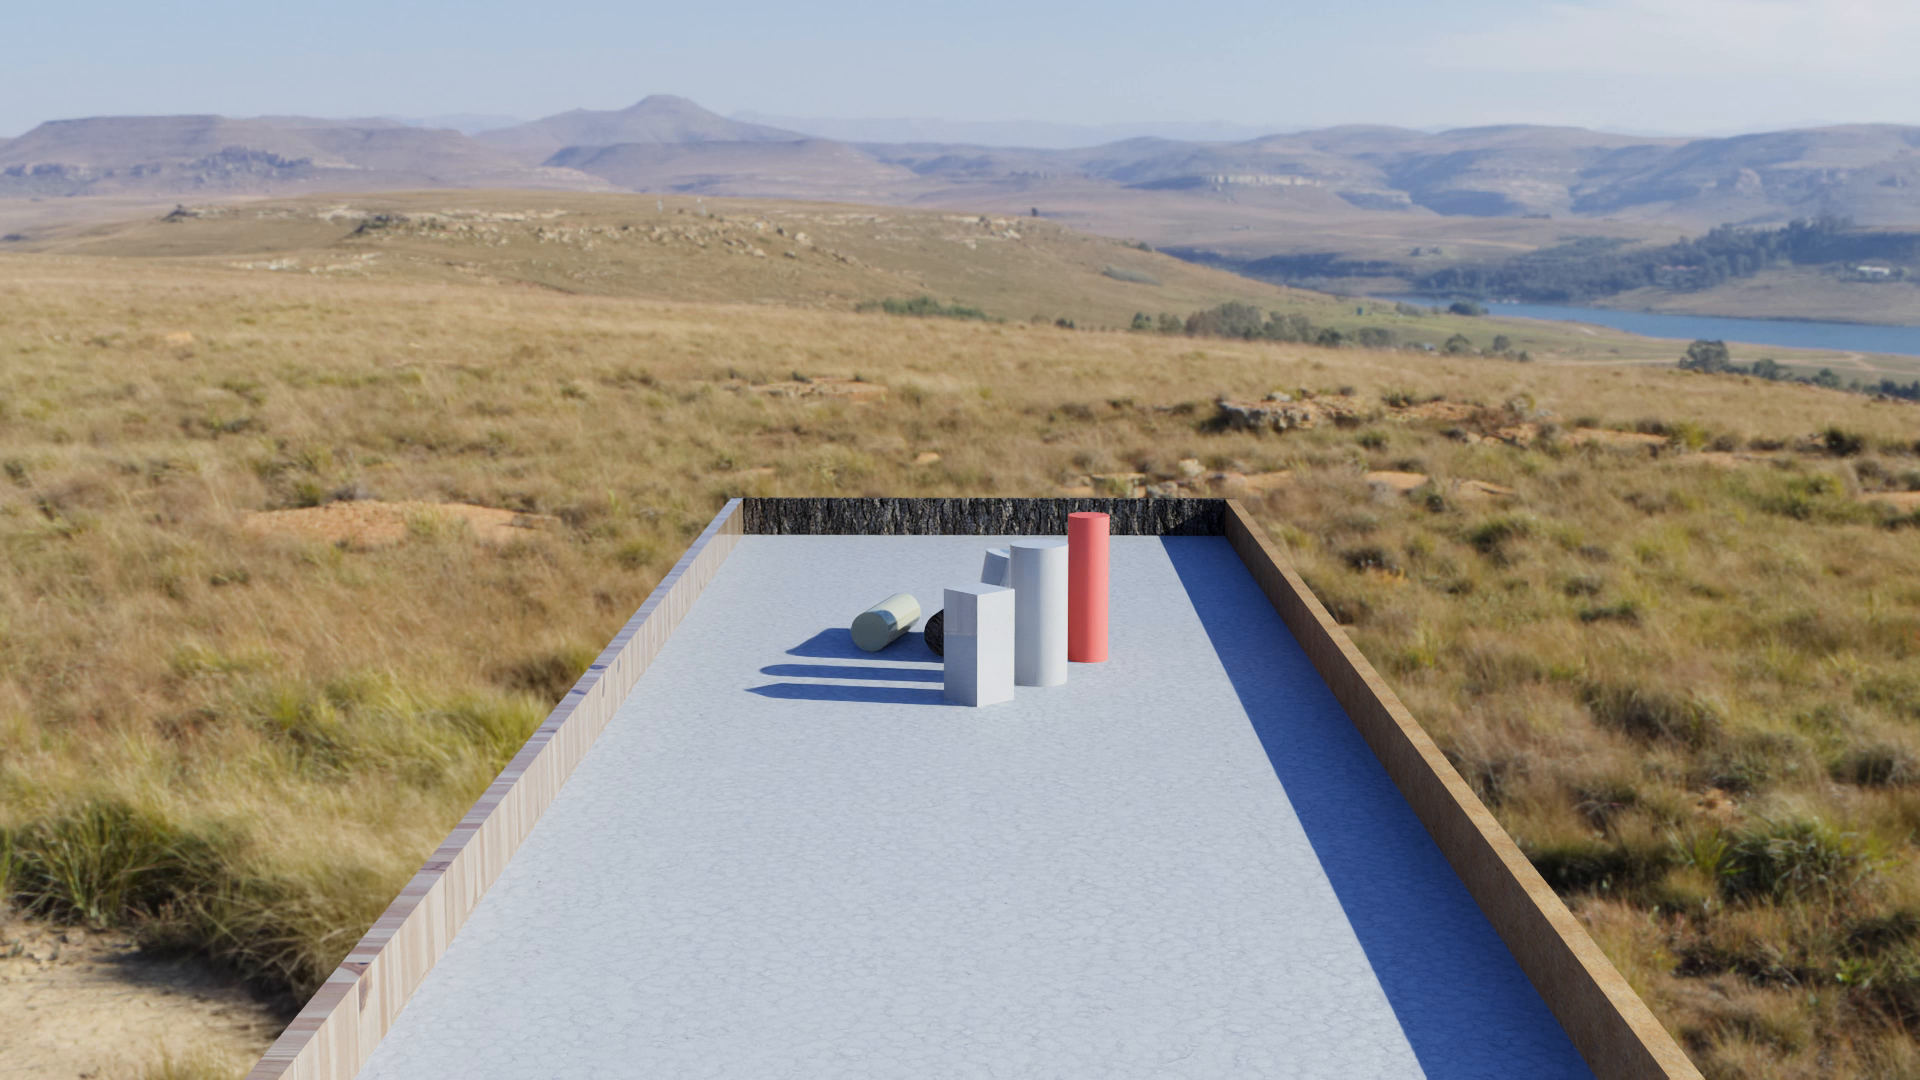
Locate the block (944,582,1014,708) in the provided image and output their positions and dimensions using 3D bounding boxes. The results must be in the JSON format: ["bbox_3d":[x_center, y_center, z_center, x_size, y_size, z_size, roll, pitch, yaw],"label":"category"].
[{"bbox_3d":[0.053,0.292,6.161,0.140,0.315,0.140,-8,12,-42],"label":"block"}]

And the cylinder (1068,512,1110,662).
[{"bbox_3d":[0.390,0.144,6.688,0.125,0.443,0.125,0,9,0],"label":"cylinder"}]

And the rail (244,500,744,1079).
[{"bbox_3d":[-1.004,0.839,3.234,0.050,0.150,12.000,0,9,1],"label":"rail"}]

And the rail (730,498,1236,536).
[{"bbox_3d":[0.099,-0.098,9.147,2.100,0.150,0.050,0,9,1],"label":"rail"}]

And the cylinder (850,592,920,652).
[{"bbox_3d":[-0.233,0.259,6.977,0.125,0.125,0.342,2,9,15],"label":"cylinder"}]

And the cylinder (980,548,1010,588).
[{"bbox_3d":[0.129,0.197,6.681,0.163,0.313,0.163,12,8,-2],"label":"cylinder"}]

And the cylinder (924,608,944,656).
[{"bbox_3d":[0.004,0.262,6.908,0.141,0.141,0.364,2,9,14],"label":"cylinder"}]

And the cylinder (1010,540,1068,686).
[{"bbox_3d":[0.228,0.210,6.390,0.171,0.404,0.171,0,9,0],"label":"cylinder"}]

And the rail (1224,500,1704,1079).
[{"bbox_3d":[1.046,0.843,3.208,0.050,0.150,12.000,0,9,1],"label":"rail"}]
